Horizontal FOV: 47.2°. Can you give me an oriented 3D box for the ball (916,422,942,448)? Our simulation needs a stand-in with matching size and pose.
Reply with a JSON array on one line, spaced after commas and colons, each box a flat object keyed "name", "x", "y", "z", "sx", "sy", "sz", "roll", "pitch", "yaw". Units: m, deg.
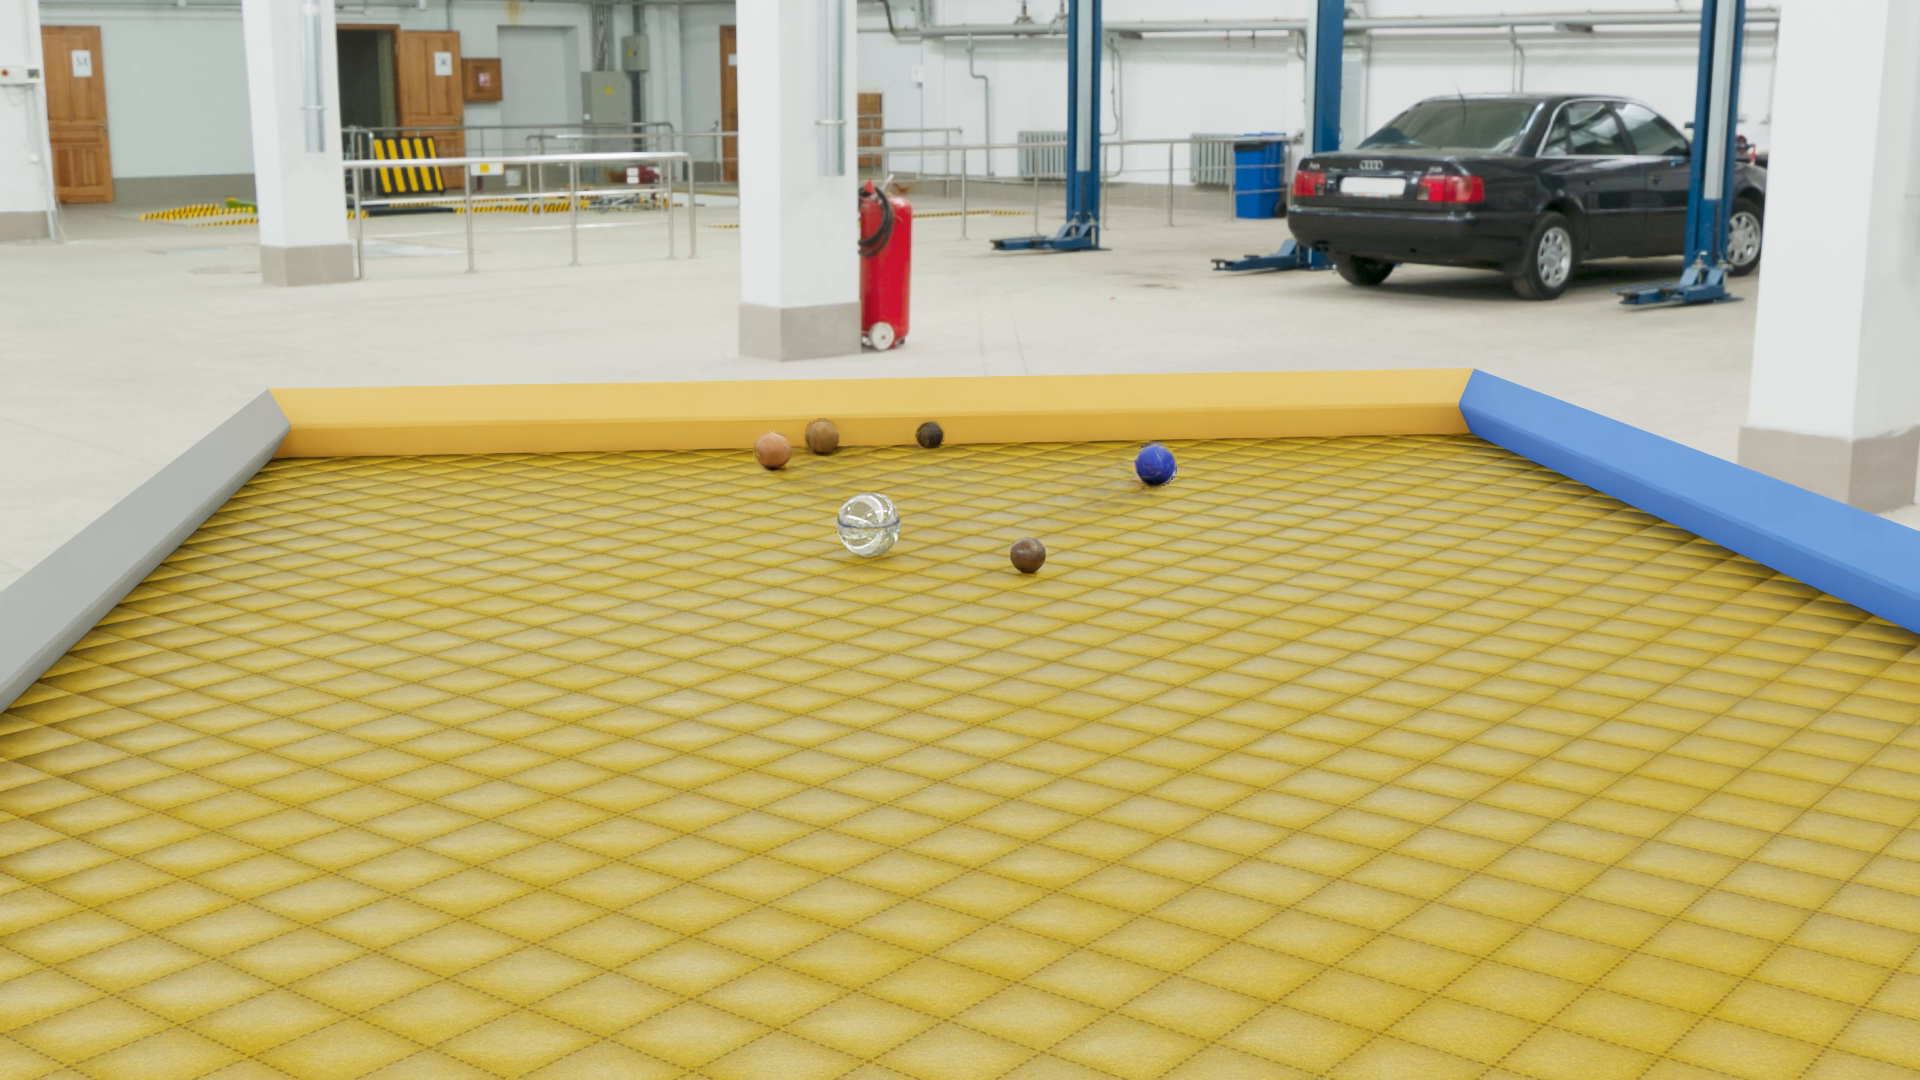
[{"name": "ball", "x": -0.058, "y": -0.197, "z": 4.133, "sx": 0.051, "sy": 0.051, "sz": 0.051, "roll": 0, "pitch": 12, "yaw": 0}]

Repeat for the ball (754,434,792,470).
[{"name": "ball", "x": -0.333, "y": -0.158, "z": 3.914, "sx": 0.065, "sy": 0.065, "sz": 0.065, "roll": 0, "pitch": 12, "yaw": 0}]

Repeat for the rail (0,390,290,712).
[{"name": "rail", "x": -0.982, "y": 0.211, "z": 2.010, "sx": 0.045, "sy": 0.126, "sz": 4.163, "roll": -1, "pitch": 12, "yaw": -7}]

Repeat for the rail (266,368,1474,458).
[{"name": "rail", "x": -0.127, "y": -0.239, "z": 4.144, "sx": 2.288, "sy": 0.126, "sz": 0.045, "roll": -1, "pitch": 12, "yaw": -7}]

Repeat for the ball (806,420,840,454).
[{"name": "ball", "x": -0.255, "y": -0.190, "z": 4.073, "sx": 0.062, "sy": 0.062, "sz": 0.062, "roll": 0, "pitch": 12, "yaw": 0}]

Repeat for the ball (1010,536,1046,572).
[{"name": "ball", "x": 0.096, "y": 0.021, "z": 3.099, "sx": 0.052, "sy": 0.052, "sz": 0.052, "roll": 0, "pitch": 12, "yaw": 0}]

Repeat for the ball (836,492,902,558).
[{"name": "ball", "x": -0.133, "y": -0.023, "z": 3.199, "sx": 0.095, "sy": 0.095, "sz": 0.095, "roll": 0, "pitch": 12, "yaw": 0}]

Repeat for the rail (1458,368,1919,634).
[{"name": "rail", "x": 1.242, "y": 0.153, "z": 2.283, "sx": 0.045, "sy": 0.126, "sz": 4.163, "roll": -1, "pitch": 12, "yaw": -7}]

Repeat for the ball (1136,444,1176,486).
[{"name": "ball", "x": 0.334, "y": -0.128, "z": 3.765, "sx": 0.069, "sy": 0.069, "sz": 0.069, "roll": 0, "pitch": 12, "yaw": 0}]
